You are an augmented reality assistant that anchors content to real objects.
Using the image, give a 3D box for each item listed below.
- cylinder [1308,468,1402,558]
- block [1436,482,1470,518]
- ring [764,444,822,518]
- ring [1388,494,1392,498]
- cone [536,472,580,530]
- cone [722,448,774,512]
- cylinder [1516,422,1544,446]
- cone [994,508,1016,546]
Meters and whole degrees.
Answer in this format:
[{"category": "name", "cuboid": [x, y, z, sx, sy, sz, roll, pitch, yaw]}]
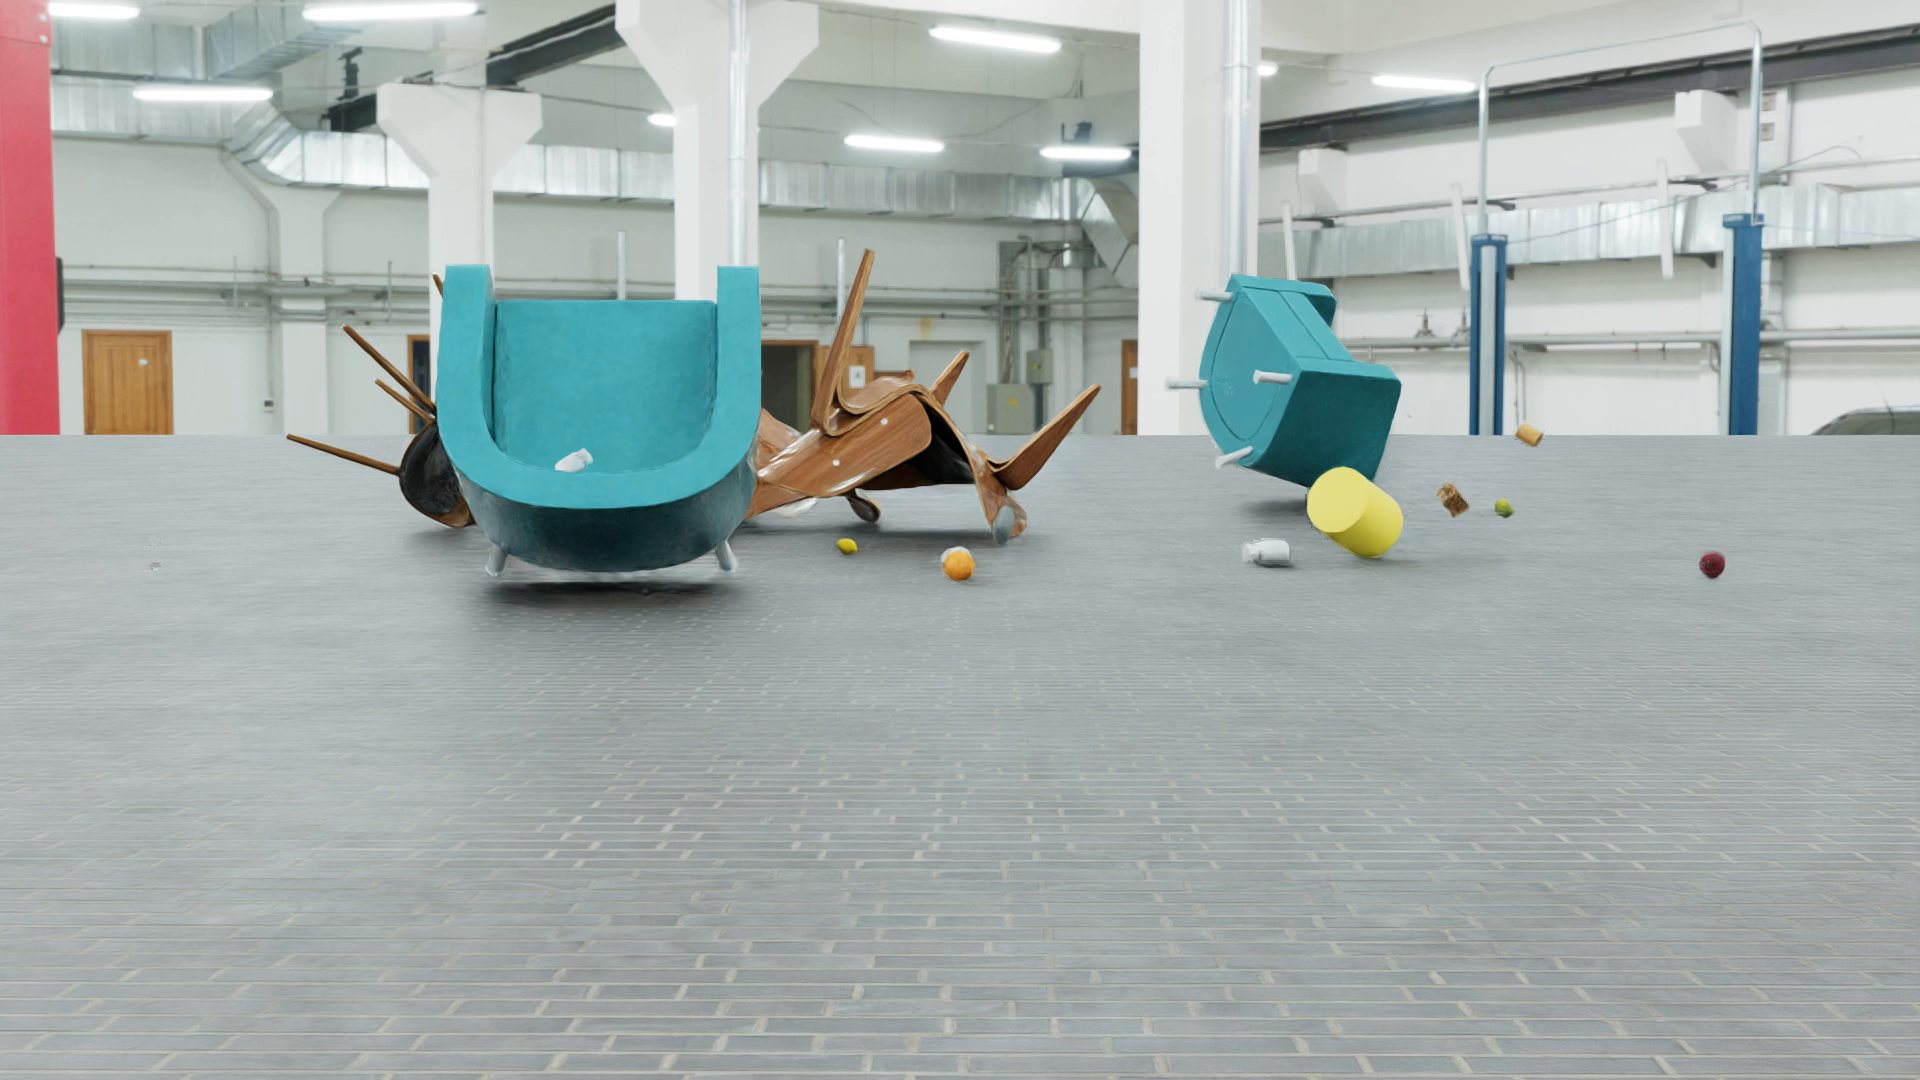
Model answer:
[{"category": "cylinder", "cuboid": [1.047, -0.073, 5.835, 0.160, 0.181, 0.213, 31, 15, -37]}, {"category": "block", "cuboid": [1.691, -0.137, 7.553, 0.064, 0.092, 0.063, -37, 37, 12]}, {"category": "ring", "cuboid": [-0.588, -0.206, 7.704, 0.250, 0.256, 0.051, 1, -4, 33]}, {"category": "ring", "cuboid": [1.416, -0.110, 7.444, 0.121, 0.074, 0.083, -16, 13, 15]}, {"category": "cone", "cuboid": [-1.298, -0.130, 7.089, 0.157, 0.185, 0.133, 3, 5, 36]}, {"category": "cone", "cuboid": [-0.773, -0.227, 8.133, 0.206, 0.235, 0.250, 2, 5, 32]}, {"category": "cylinder", "cuboid": [2.003, -0.371, 7.738, 0.075, 0.061, 0.047, 37, -11, 24]}, {"category": "cone", "cuboid": [0.115, -0.037, 6.283, 0.062, 0.121, 0.050, 27, 14, 29]}]
